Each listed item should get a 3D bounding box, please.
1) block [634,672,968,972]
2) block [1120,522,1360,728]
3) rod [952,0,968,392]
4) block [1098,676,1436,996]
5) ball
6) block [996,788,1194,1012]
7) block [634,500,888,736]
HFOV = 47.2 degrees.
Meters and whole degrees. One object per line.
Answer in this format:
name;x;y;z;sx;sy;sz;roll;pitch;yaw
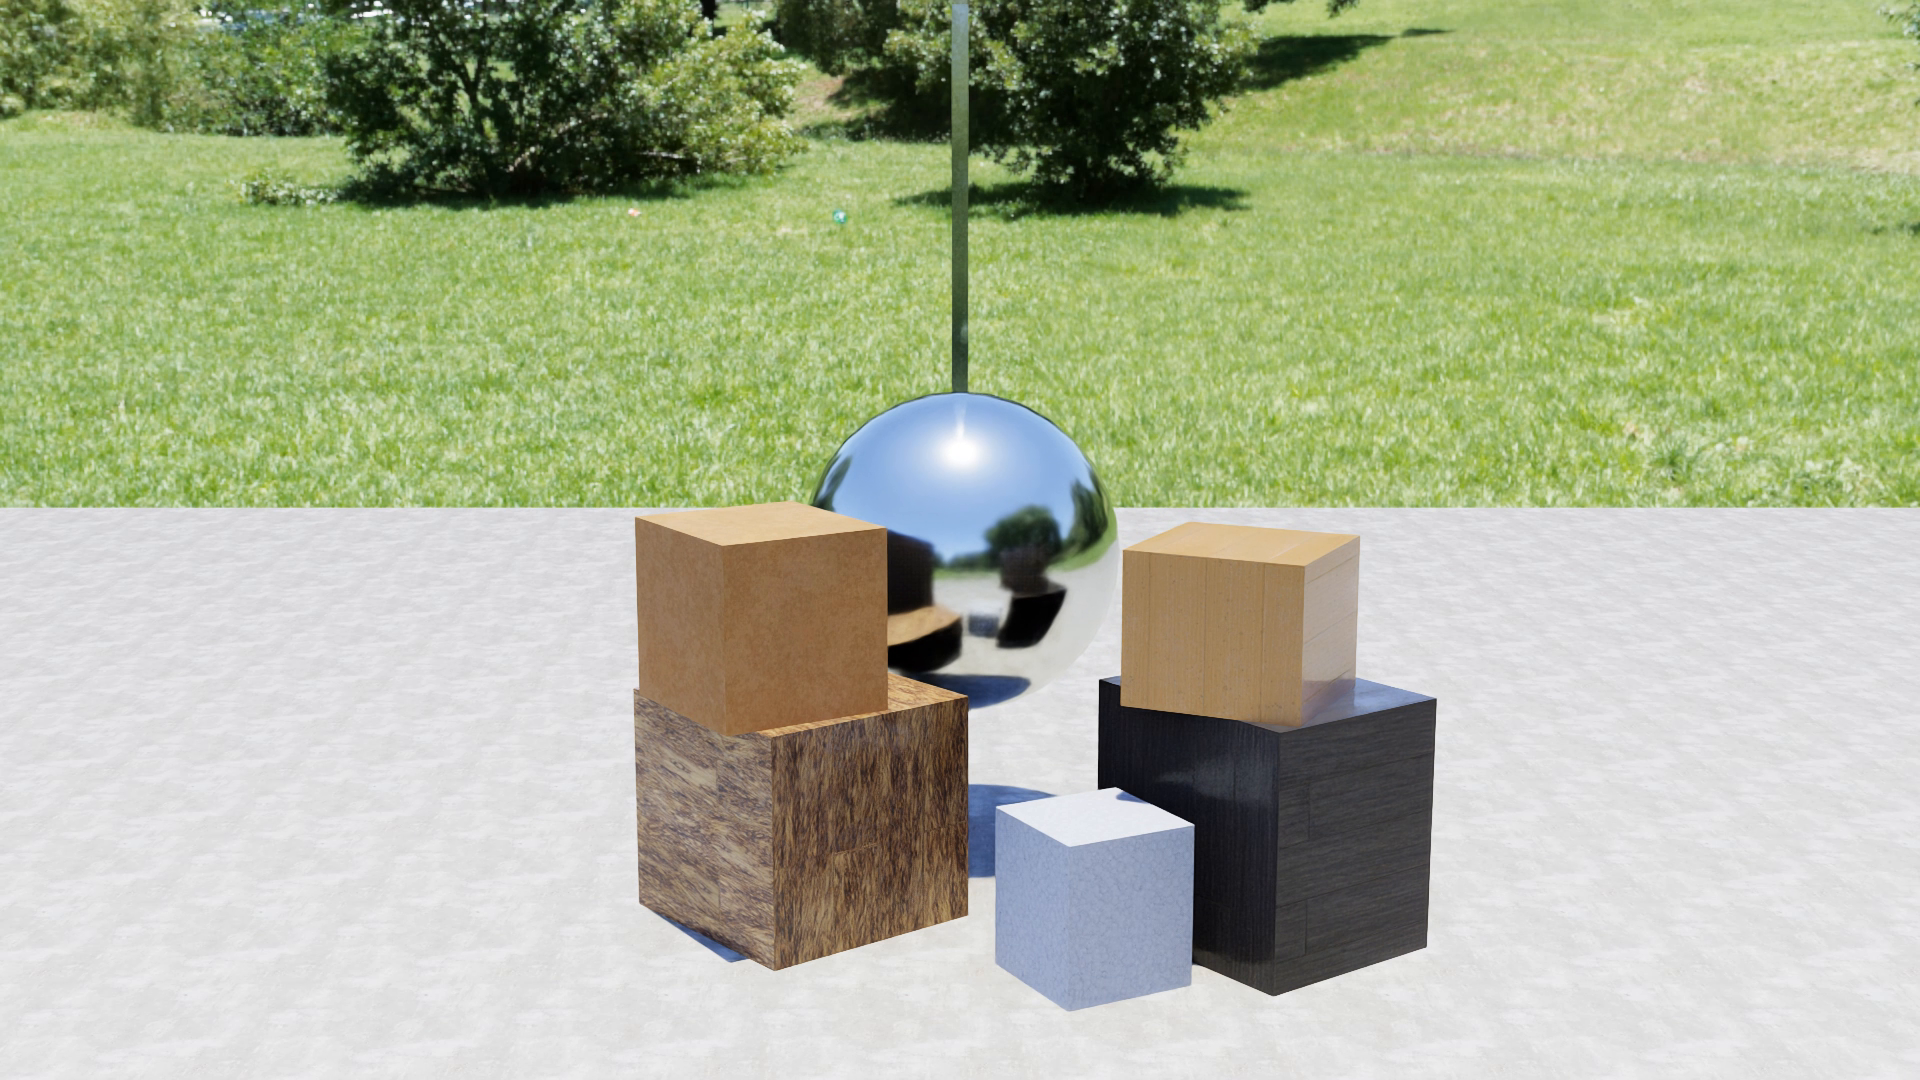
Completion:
block;-0.728;1.200;10.074;1.082;1.035;1.099;-8;13;-39
block;1.213;0.343;9.468;0.795;0.676;0.779;5;11;26
rod;0.000;-3.307;10.503;0.080;5.200;0.080;0;9;0
block;1.339;1.209;9.756;0.947;1.131;1.135;-8;13;-36
ball;0.000;0.054;11.015;1.600;1.600;1.600;0;10;0
block;0.563;1.506;9.313;0.605;0.704;0.612;-5;12;-28
block;-0.883;0.322;9.732;0.796;0.816;0.853;-7;12;-33
